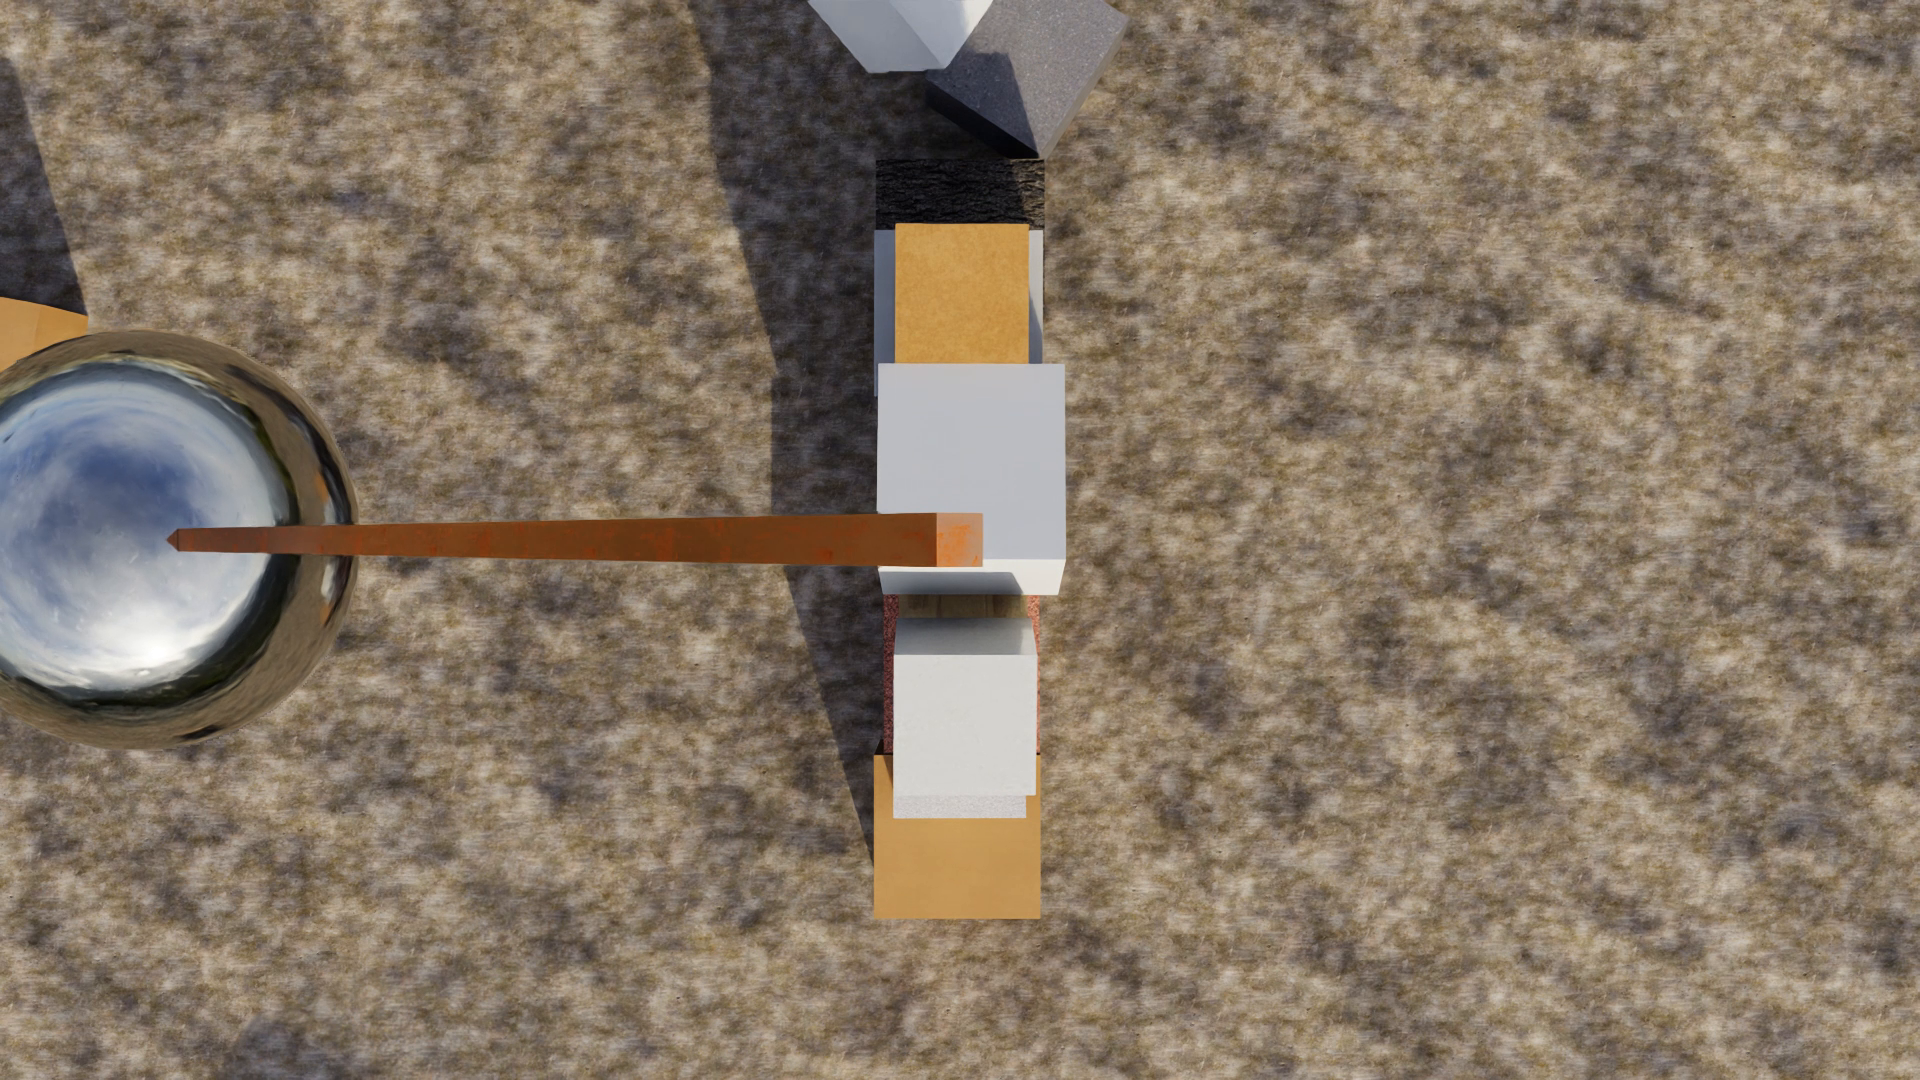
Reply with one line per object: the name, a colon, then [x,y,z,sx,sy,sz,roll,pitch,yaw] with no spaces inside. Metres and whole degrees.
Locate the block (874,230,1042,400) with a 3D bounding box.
block: [-0.008,-1.149,11.556,0.854,0.822,0.841,0,90,0]

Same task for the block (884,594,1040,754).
block: [0.008,0.705,12.525,0.854,0.950,0.927,0,90,0]

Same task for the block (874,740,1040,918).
block: [-0.015,1.625,12.520,0.912,0.960,0.896,0,90,0]

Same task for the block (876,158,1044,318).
block: [0.002,-1.653,12.483,0.918,1.033,0.842,0,90,0]

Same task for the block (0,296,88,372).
block: [-5.540,-1.085,12.660,0.687,0.679,0.605,10,90,0]

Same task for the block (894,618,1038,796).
block: [0.022,0.815,10.904,0.684,0.691,0.704,0,103,-1]

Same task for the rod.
rod: [-1.345,0.000,5.454,0.080,5.200,0.080,0,90,-31]

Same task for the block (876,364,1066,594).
block: [0.054,-0.285,10.916,0.895,0.893,0.963,0,78,0]

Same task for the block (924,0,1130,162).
block: [0.371,-2.742,12.626,0.776,0.748,0.908,33,90,0]

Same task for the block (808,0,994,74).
block: [-0.317,-3.062,12.037,0.689,0.686,0.686,45,69,-35]

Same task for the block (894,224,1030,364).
block: [0.010,-1.182,10.835,0.640,0.619,0.664,0,90,0]

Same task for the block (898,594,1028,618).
block: [0.012,0.277,11.647,0.657,0.773,0.698,-2,78,0]

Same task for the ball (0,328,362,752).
ball: [-3.104,0.000,8.364,1.600,1.600,1.600,0,90,0]

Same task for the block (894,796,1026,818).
block: [-0.002,1.083,11.682,0.682,0.720,0.712,0,89,0]
